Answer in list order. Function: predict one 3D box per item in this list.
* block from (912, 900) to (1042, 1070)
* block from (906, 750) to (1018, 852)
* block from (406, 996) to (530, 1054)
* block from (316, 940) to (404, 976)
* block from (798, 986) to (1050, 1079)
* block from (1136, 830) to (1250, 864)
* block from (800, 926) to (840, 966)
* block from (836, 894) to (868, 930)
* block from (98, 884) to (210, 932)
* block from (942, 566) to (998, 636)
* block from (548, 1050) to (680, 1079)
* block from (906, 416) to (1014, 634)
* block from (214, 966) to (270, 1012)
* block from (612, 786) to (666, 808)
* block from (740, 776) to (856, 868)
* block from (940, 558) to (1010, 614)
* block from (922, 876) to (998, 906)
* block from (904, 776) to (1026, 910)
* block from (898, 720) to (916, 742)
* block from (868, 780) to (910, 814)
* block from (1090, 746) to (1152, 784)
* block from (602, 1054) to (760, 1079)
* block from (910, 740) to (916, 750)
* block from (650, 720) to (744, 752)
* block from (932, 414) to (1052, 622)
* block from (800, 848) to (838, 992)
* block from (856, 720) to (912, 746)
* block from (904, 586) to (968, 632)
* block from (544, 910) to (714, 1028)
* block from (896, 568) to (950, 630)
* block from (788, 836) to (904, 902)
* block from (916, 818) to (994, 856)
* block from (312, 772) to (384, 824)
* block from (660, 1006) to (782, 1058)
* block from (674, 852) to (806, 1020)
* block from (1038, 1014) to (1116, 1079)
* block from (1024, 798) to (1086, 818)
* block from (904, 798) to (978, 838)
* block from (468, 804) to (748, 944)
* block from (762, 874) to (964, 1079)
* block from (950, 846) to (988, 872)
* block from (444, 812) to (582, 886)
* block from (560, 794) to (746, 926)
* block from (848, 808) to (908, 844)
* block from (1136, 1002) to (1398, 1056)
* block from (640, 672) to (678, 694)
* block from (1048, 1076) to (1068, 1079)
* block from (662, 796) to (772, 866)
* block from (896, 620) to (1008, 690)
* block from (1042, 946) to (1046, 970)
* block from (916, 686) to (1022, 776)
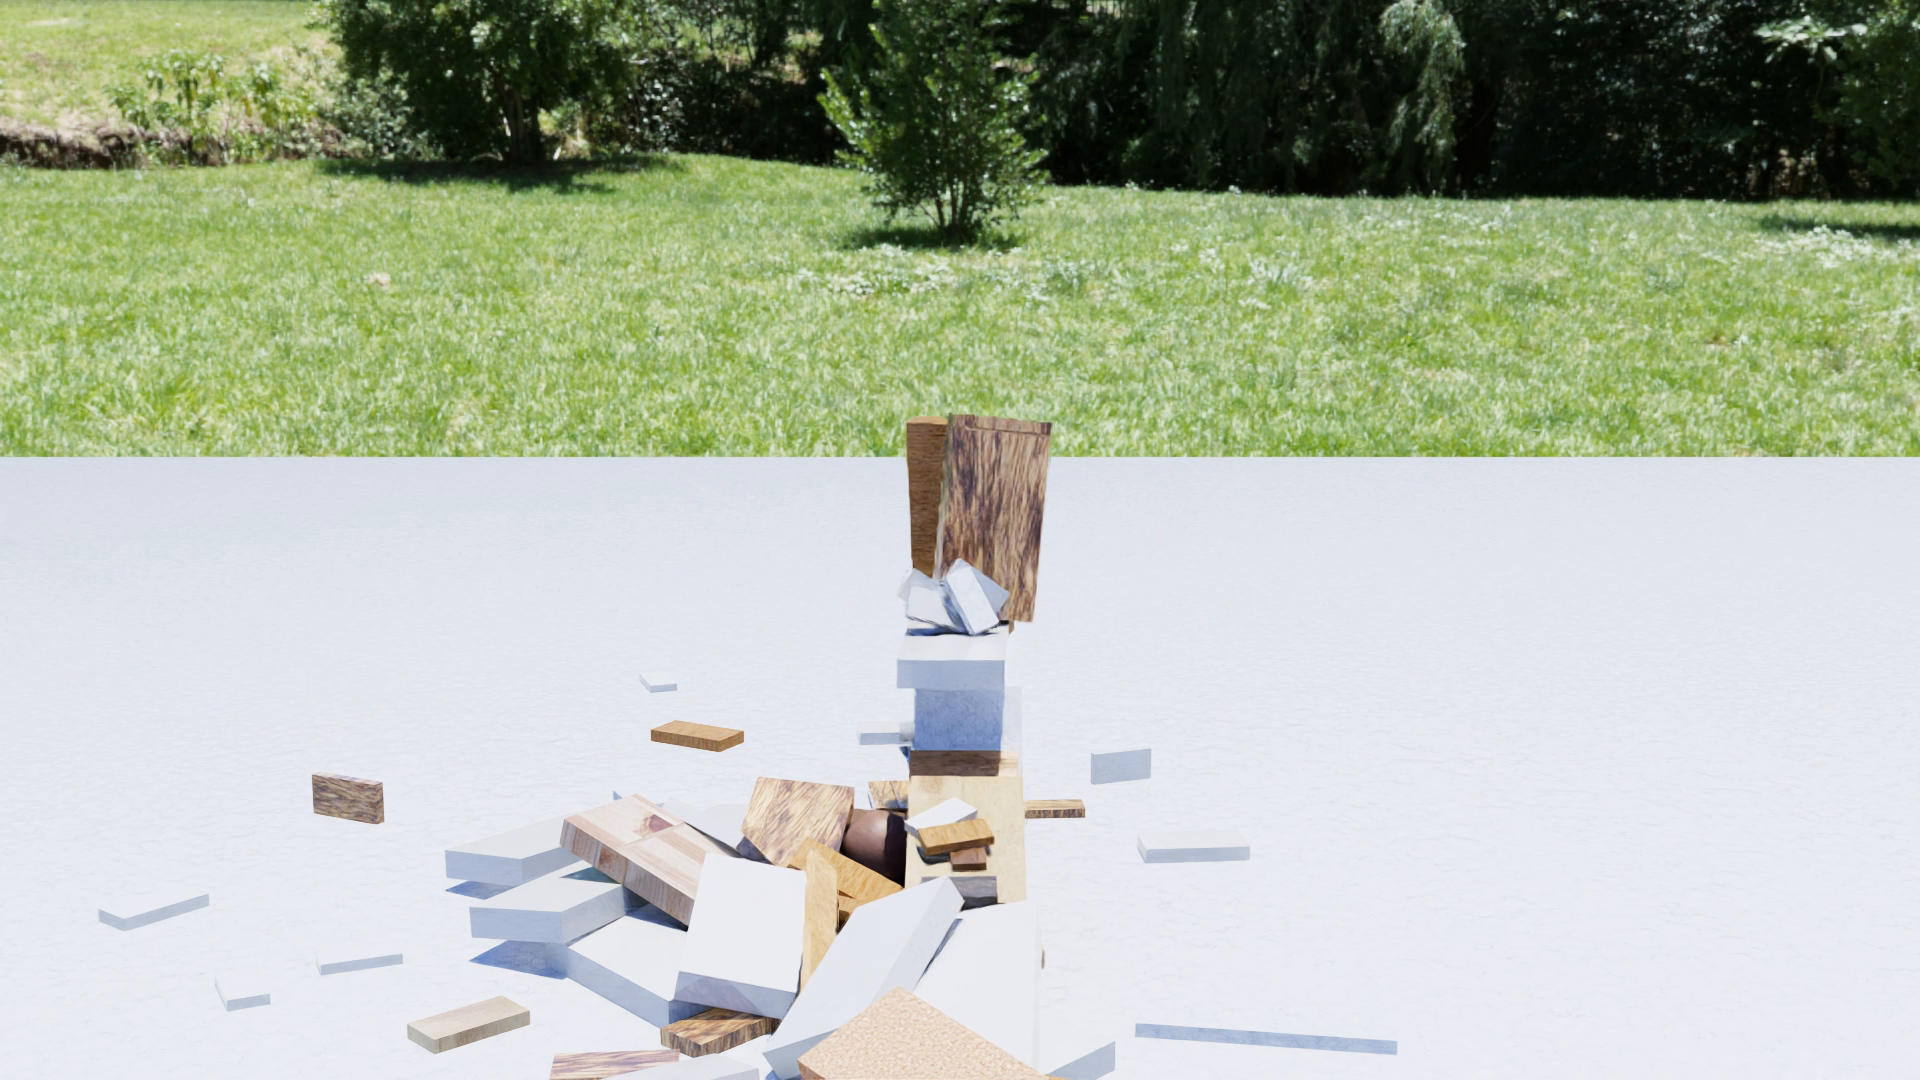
[{"bbox_3d":[0.020,0.623,2.955,0.170,0.048,0.483,-9,16,5],"label":"block"},{"bbox_3d":[0.005,0.492,3.517,0.178,0.050,0.355,0,46,1],"label":"block"},{"bbox_3d":[-0.693,0.684,3.105,0.152,0.022,0.076,-10,14,-42],"label":"block"},{"bbox_3d":[-0.918,0.638,3.361,0.121,0.017,0.061,-4,11,-23],"label":"block"},{"bbox_3d":[-0.025,0.673,2.673,0.170,0.048,0.339,-31,34,-31],"label":"block"},{"bbox_3d":[0.410,0.540,3.869,0.184,0.026,0.092,-1,11,-5],"label":"block"},{"bbox_3d":[-0.194,0.634,3.361,0.093,0.026,0.185,-7,12,-32],"label":"block"},{"bbox_3d":[-0.177,0.591,3.444,0.168,0.084,0.024,7,51,34],"label":"block"},{"bbox_3d":[-1.309,0.597,3.574,0.076,0.022,0.152,8,13,38],"label":"block"},{"bbox_3d":[0.017,0.104,3.741,0.055,0.110,0.016,-22,-11,-36],"label":"block"},{"bbox_3d":[-0.461,0.713,2.943,0.168,0.024,0.084,-1,11,-5],"label":"block"},{"bbox_3d":[0.001,-0.023,3.954,0.174,0.390,0.049,3,16,18],"label":"block"},{"bbox_3d":[-1.058,0.661,3.242,0.061,0.017,0.121,-5,12,-26],"label":"block"},{"bbox_3d":[-0.604,0.492,4.150,0.061,0.017,0.121,-6,12,-29],"label":"block"},{"bbox_3d":[-0.283,0.514,3.678,0.171,0.048,0.341,6,25,3],"label":"block"},{"bbox_3d":[0.027,0.084,3.787,0.110,0.055,0.016,35,-6,-15],"label":"block"},{"bbox_3d":[-0.001,0.511,3.199,0.110,0.016,0.055,-1,25,-2],"label":"block"},{"bbox_3d":[0.010,0.474,3.357,0.178,0.050,0.355,0,25,1],"label":"block"},{"bbox_3d":[-0.036,0.380,4.426,0.127,0.036,0.254,-1,-7,-13],"label":"block"},{"bbox_3d":[-0.122,0.490,4.139,0.088,0.025,0.175,-1,11,-7],"label":"block"},{"bbox_3d":[0.315,0.441,4.303,0.122,0.061,0.017,-4,11,-21],"label":"block"},{"bbox_3d":[-0.420,0.713,2.785,0.302,0.043,0.151,-7,-2,-28],"label":"block"},{"bbox_3d":[-0.019,0.445,4.352,0.127,0.036,0.254,-1,11,-8],"label":"block"},{"bbox_3d":[-0.547,0.408,4.580,0.175,0.025,0.088,6,12,29],"label":"block"},{"bbox_3d":[0.053,-0.038,3.820,0.174,0.348,0.049,5,2,-16],"label":"block"},{"bbox_3d":[-0.208,0.584,3.249,0.016,0.055,0.387,-35,21,13],"label":"block"},{"bbox_3d":[-0.121,0.403,4.607,0.184,0.026,0.092,-1,11,-6],"label":"block"},{"bbox_3d":[-0.038,0.117,3.741,0.110,0.055,0.016,15,-25,-17],"label":"block"},{"bbox_3d":[-0.456,0.638,3.278,0.171,0.048,0.341,-9,14,-40],"label":"block"},{"bbox_3d":[-0.050,0.100,3.764,0.110,0.055,0.016,35,-9,-15],"label":"block"},{"bbox_3d":[-0.184,0.552,3.544,0.185,0.026,0.093,27,25,3],"label":"block"},{"bbox_3d":[-0.007,0.446,3.305,0.105,0.015,0.053,-7,26,-15],"label":"block"},{"bbox_3d":[-1.133,0.477,4.069,0.152,0.076,0.022,5,12,26],"label":"block"},{"bbox_3d":[-0.330,0.685,3.095,0.084,0.024,0.168,9,14,41],"label":"block"},{"bbox_3d":[-0.315,0.579,3.239,0.167,0.047,0.334,12,21,-4],"label":"block"},{"bbox_3d":[0.053,0.708,2.915,0.151,0.043,0.301,9,14,41],"label":"block"},{"bbox_3d":[0.169,0.501,4.099,0.122,0.017,0.061,-1,11,-3],"label":"block"},{"bbox_3d":[-0.029,0.430,3.376,0.105,0.015,0.053,-22,32,-39],"label":"block"},{"bbox_3d":[-0.514,0.541,3.641,0.171,0.048,0.724,-2,6,26],"label":"block"},{"bbox_3d":[-0.129,0.601,3.039,0.170,0.048,0.339,-24,15,30],"label":"block"},{"bbox_3d":[0.010,0.463,3.304,0.053,0.015,0.105,-2,25,-4],"label":"block"},{"bbox_3d":[-0.703,0.528,3.774,0.167,0.047,0.334,1,5,30],"label":"block"},{"bbox_3d":[-0.427,0.524,3.454,0.398,0.047,0.167,25,22,29],"label":"block"},{"bbox_3d":[-0.174,0.516,3.994,0.184,0.026,0.092,3,11,18],"label":"block"},{"bbox_3d":[0.430,0.686,3.092,0.361,0.022,0.076,2,11,10],"label":"block"},{"bbox_3d":[-0.693,0.326,5.045,0.061,0.017,0.122,-4,11,-20],"label":"block"},{"bbox_3d":[0.139,0.718,2.796,0.152,0.022,0.076,11,22,-5],"label":"block"},{"bbox_3d":[-0.396,0.481,3.571,0.185,0.093,0.026,20,65,40],"label":"block"},{"bbox_3d":[-0.008,0.189,3.717,0.174,0.049,0.348,0,9,2],"label":"block"},{"bbox_3d":[0.040,0.564,3.270,0.115,0.033,0.229,-6,27,-13],"label":"block"},{"bbox_3d":[0.014,0.421,3.670,0.178,0.355,0.050,0,-20,1],"label":"block"}]
